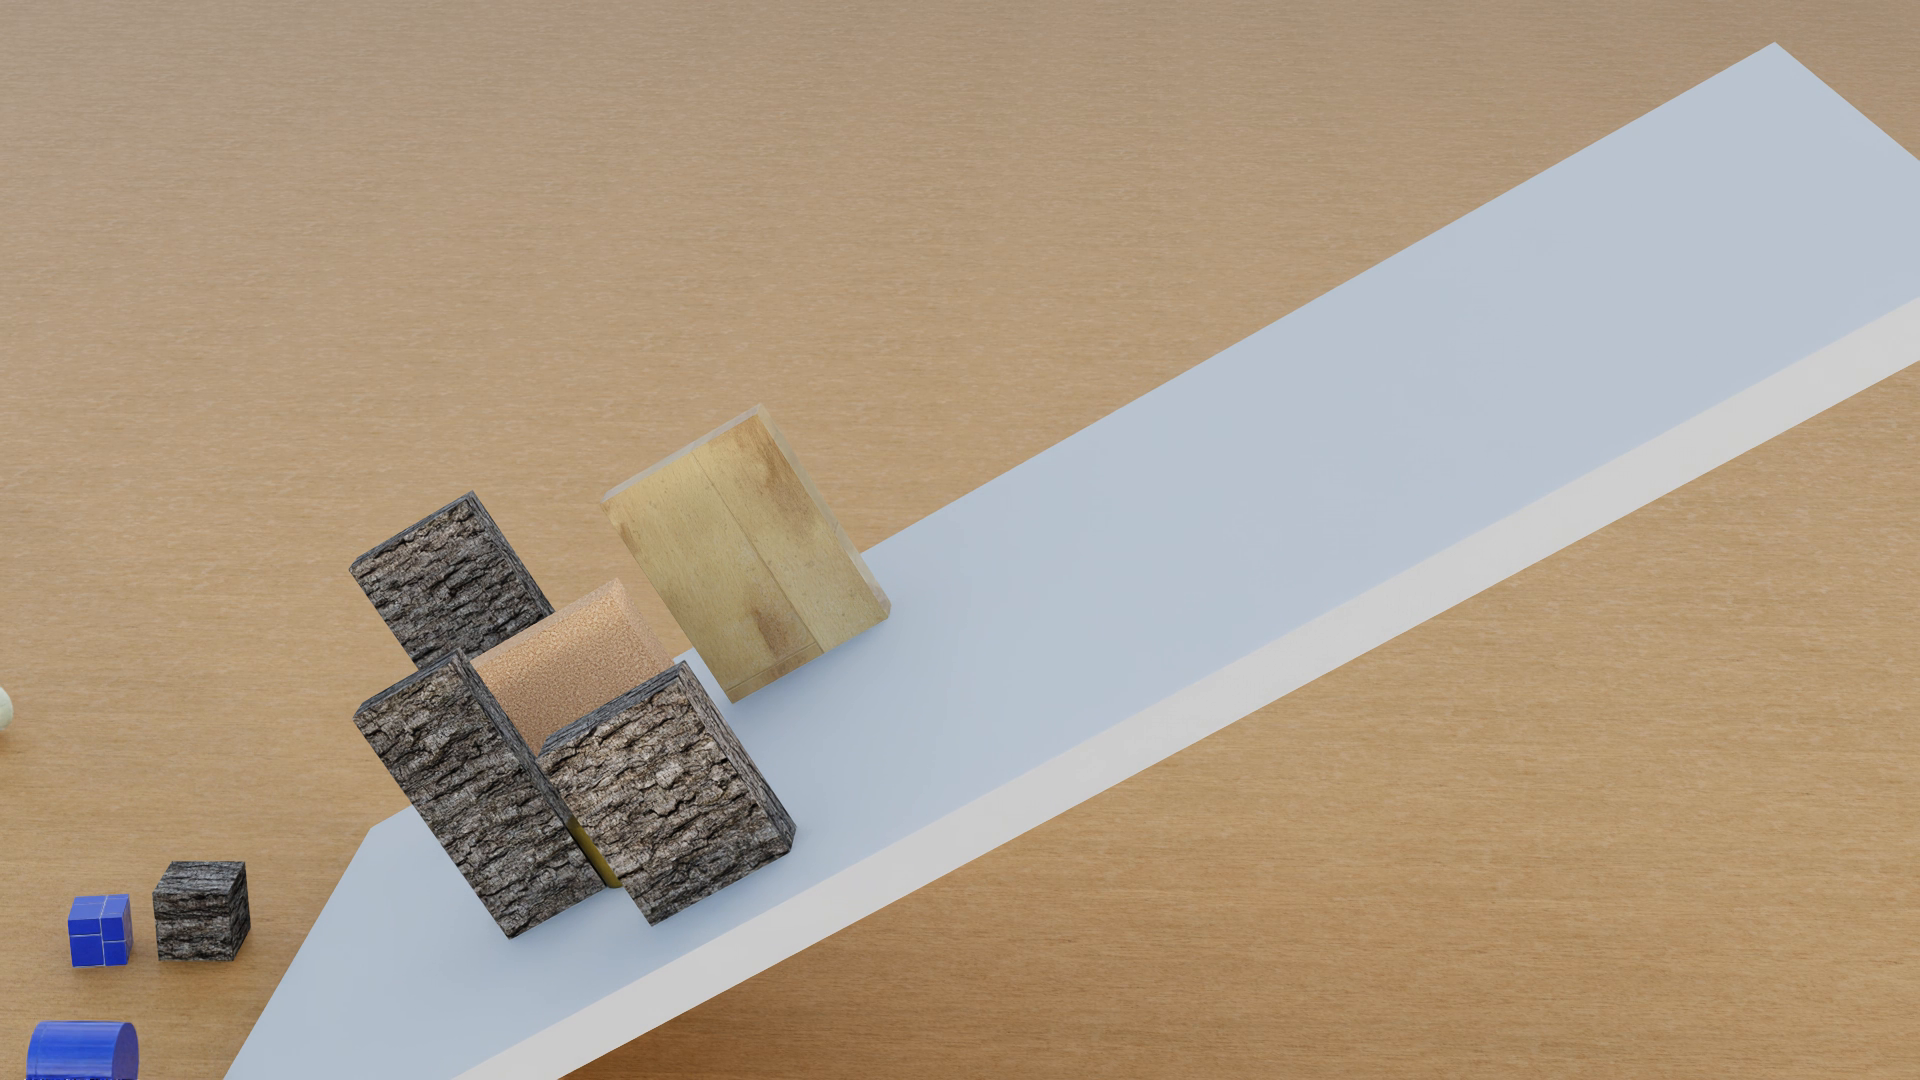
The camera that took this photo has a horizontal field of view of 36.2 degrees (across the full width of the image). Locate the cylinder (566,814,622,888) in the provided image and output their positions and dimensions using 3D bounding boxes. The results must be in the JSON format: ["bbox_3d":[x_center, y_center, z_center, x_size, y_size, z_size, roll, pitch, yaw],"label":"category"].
[{"bbox_3d":[-0.705,0.611,6.086,0.156,0.156,0.156,-30,15,9],"label":"cylinder"}]

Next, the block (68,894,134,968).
[{"bbox_3d":[-2.086,0.949,7.143,0.128,0.128,0.128,-3,19,-7],"label":"block"}]

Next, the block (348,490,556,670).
[{"bbox_3d":[-1.142,0.250,7.132,0.343,0.673,0.086,-29,15,13],"label":"block"}]

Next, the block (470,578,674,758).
[{"bbox_3d":[-0.833,0.382,6.531,0.443,0.438,0.101,-29,15,13],"label":"block"}]

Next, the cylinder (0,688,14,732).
[{"bbox_3d":[-2.815,0.501,8.387,0.158,0.158,0.158,6,20,18],"label":"cylinder"}]

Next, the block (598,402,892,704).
[{"bbox_3d":[-0.486,0.034,6.705,0.425,0.560,0.091,-29,15,13],"label":"block"}]

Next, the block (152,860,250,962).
[{"bbox_3d":[-1.851,0.906,7.186,0.181,0.181,0.181,0,19,1],"label":"block"}]

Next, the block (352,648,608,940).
[{"bbox_3d":[-0.985,0.528,6.094,0.246,0.578,0.090,-29,15,13],"label":"block"}]

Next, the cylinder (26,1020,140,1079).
[{"bbox_3d":[-1.926,1.153,6.463,0.188,0.188,0.188,1,19,2],"label":"cylinder"}]

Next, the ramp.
[{"bbox_3d":[0.142,0.168,6.288,4.000,0.100,2.000,-29,15,13],"label":"ramp"}]

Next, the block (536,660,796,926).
[{"bbox_3d":[-0.565,0.491,5.691,0.321,0.406,0.119,-29,15,13],"label":"block"}]
